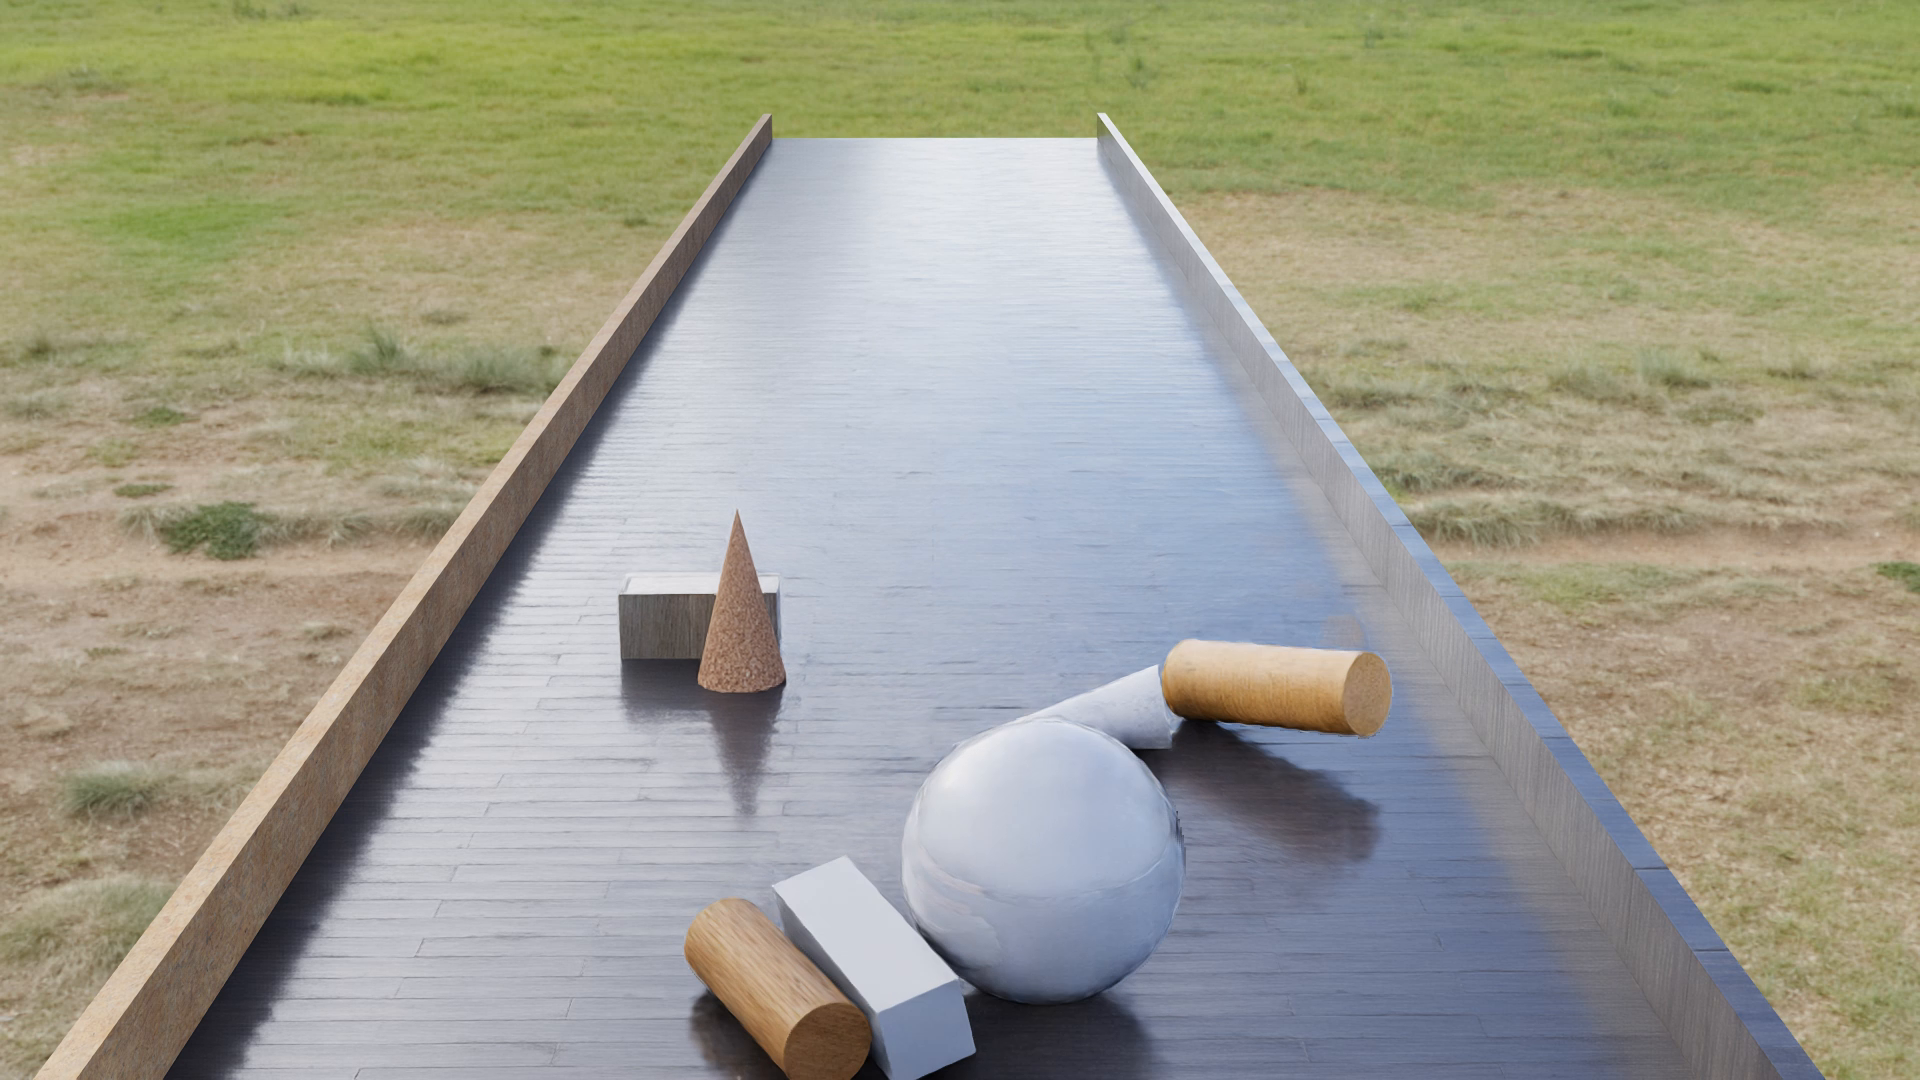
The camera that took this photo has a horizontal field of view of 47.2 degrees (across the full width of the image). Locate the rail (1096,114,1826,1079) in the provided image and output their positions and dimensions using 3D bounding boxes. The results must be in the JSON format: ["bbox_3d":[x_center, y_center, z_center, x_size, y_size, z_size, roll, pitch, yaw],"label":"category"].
[{"bbox_3d":[0.932,-0.844,7.801,0.050,0.150,12.000,0,17,-1],"label":"rail"}]

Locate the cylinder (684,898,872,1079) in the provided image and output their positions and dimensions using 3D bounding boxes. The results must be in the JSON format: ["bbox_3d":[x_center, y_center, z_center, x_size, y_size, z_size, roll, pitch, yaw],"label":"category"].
[{"bbox_3d":[-0.250,0.607,2.966,0.125,0.125,0.344,-9,19,-27],"label":"cylinder"}]

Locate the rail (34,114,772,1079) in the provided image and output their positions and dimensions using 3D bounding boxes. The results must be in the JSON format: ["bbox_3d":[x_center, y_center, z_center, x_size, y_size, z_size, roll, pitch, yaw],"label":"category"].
[{"bbox_3d":[-1.118,-0.838,7.780,0.050,0.150,12.000,0,17,-1],"label":"rail"}]

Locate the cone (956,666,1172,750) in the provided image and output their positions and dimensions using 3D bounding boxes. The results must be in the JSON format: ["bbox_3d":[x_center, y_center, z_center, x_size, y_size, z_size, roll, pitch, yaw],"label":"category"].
[{"bbox_3d":[0.177,0.335,3.965,0.389,0.155,0.155,-11,16,4],"label":"cone"}]

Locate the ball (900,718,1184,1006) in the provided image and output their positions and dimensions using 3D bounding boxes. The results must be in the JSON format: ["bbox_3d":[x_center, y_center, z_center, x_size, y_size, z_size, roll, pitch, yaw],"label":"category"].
[{"bbox_3d":[0.114,0.444,3.047,0.393,0.393,0.393,0,17,0],"label":"ball"}]

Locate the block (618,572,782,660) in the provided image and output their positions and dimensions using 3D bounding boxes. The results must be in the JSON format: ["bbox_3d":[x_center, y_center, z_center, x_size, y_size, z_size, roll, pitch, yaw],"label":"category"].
[{"bbox_3d":[-0.526,0.153,4.471,0.315,0.137,0.137,0,17,-1],"label":"block"}]

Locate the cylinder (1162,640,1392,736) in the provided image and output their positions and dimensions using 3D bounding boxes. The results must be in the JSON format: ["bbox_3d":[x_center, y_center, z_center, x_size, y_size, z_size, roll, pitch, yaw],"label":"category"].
[{"bbox_3d":[0.566,0.263,3.964,0.400,0.147,0.147,2,13,45],"label":"cylinder"}]

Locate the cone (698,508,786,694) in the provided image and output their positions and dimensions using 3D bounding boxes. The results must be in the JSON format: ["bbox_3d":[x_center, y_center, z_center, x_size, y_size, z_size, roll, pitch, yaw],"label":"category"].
[{"bbox_3d":[-0.428,0.103,4.268,0.175,0.348,0.175,0,17,0],"label":"cone"}]

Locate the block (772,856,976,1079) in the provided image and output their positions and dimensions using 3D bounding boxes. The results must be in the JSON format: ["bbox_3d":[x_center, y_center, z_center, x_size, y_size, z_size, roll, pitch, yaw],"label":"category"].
[{"bbox_3d":[-0.125,0.584,3.019,0.117,0.117,0.409,-20,22,-18],"label":"block"}]
